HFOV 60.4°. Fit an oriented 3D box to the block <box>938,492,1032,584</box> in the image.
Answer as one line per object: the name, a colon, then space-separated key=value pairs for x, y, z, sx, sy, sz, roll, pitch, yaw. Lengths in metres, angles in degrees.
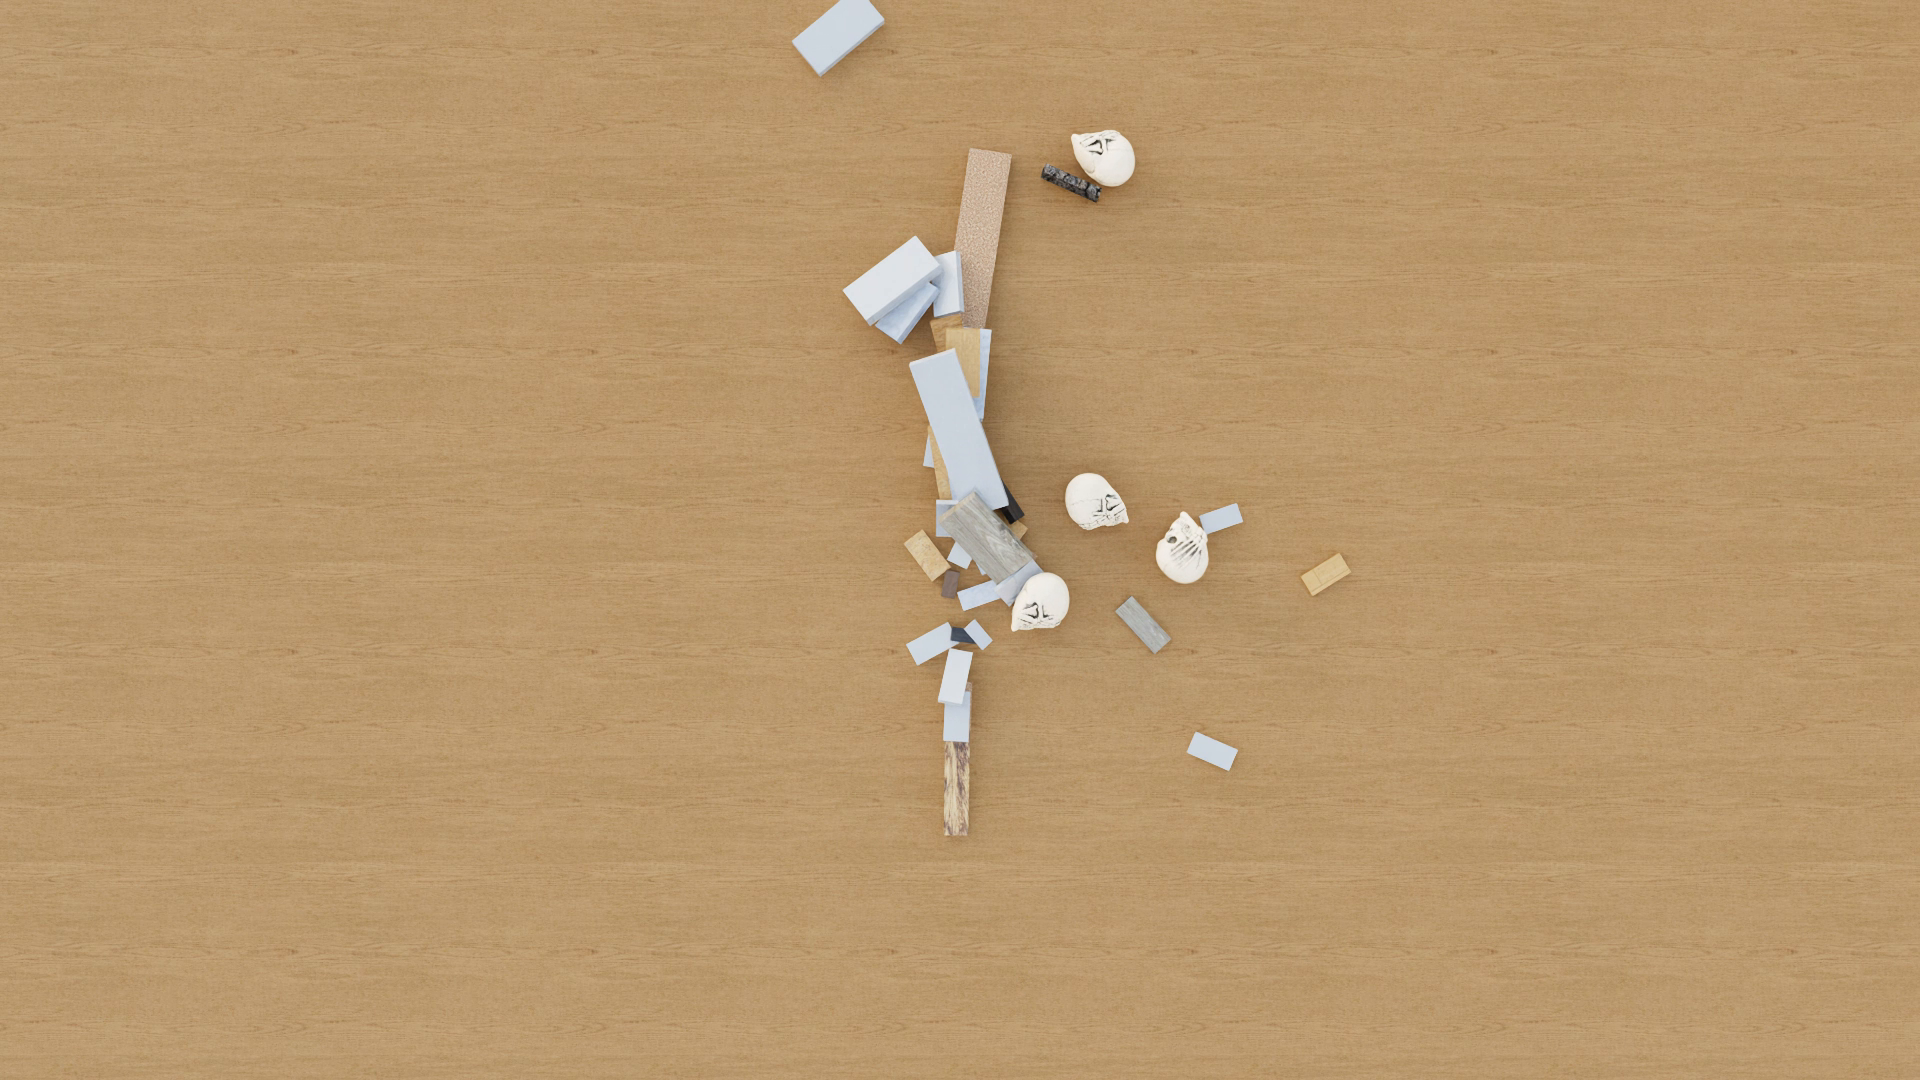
block: x=0.085 y=-0.005 z=5.396 sx=0.151 sy=0.043 sz=0.302 roll=-36 pitch=114 yaw=17

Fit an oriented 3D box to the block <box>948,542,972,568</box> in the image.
block: x=0.021 y=0.016 z=5.490 sx=0.073 sy=0.021 sz=0.146 roll=26 pitch=90 yaw=0

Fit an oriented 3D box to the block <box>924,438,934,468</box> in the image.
block: x=-0.022 y=-0.383 z=5.449 sx=0.151 sy=0.043 sz=0.302 roll=9 pitch=101 yaw=0

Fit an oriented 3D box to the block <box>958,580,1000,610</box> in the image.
block: x=0.063 y=0.183 z=5.491 sx=0.131 sy=0.019 sz=0.066 roll=-19 pitch=90 yaw=0

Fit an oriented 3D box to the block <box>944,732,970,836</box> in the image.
block: x=-0.010 y=0.737 z=5.488 sx=0.082 sy=0.023 sz=0.485 roll=1 pitch=90 yaw=0

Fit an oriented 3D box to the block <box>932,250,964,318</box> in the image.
block: x=-0.042 y=-0.843 z=5.445 sx=0.102 sy=0.029 sz=0.203 roll=-9 pitch=80 yaw=33

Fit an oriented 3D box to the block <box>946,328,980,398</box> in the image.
block: x=0.008 y=-0.569 z=5.298 sx=0.109 sy=0.031 sz=0.219 roll=-1 pitch=105 yaw=-5

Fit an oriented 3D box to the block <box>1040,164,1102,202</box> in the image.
block: x=0.368 y=-1.179 z=5.449 sx=0.203 sy=0.102 sz=0.029 roll=24 pitch=90 yaw=0

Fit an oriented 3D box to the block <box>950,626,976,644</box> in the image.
block: x=0.015 y=0.317 z=5.478 sx=0.094 sy=0.013 sz=0.047 roll=8 pitch=86 yaw=-18

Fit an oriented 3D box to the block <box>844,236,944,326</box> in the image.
block: x=-0.222 y=-0.856 z=5.447 sx=0.301 sy=0.043 sz=0.151 roll=-37 pitch=64 yaw=0

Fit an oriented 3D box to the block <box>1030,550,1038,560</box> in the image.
block: x=0.163 y=0.031 z=5.488 sx=0.179 sy=0.023 sz=0.081 roll=38 pitch=90 yaw=0

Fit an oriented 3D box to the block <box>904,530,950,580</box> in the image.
block: x=-0.109 y=0.051 z=5.489 sx=0.079 sy=0.022 sz=0.158 roll=-37 pitch=90 yaw=0

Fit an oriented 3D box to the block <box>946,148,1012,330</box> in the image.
block: x=0.036 y=-0.864 z=5.480 sx=0.141 sy=0.040 sz=0.858 roll=9 pitch=90 yaw=0

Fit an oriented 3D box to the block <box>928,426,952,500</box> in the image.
block: x=-0.007 y=-0.238 z=5.433 sx=0.151 sy=0.043 sz=0.301 roll=-9 pitch=103 yaw=4

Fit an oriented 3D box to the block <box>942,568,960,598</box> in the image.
block: x=-0.031 y=0.146 z=5.482 sx=0.047 sy=0.013 sz=0.094 roll=12 pitch=105 yaw=0

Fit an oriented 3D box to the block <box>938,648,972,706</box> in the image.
block: x=-0.015 y=0.453 z=5.443 sx=0.079 sy=0.022 sz=0.188 roll=10 pitch=62 yaw=4

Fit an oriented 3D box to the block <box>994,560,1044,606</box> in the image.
block: x=0.197 y=0.137 z=5.467 sx=0.163 sy=0.023 sz=0.081 roll=-42 pitch=125 yaw=0

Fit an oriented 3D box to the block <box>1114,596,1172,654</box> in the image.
block: x=0.609 y=0.283 z=5.489 sx=0.075 sy=0.021 sz=0.193 roll=-43 pitch=90 yaw=0

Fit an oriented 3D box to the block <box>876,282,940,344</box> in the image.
block: x=-0.173 y=-0.766 z=5.457 sx=0.109 sy=0.031 sz=0.219 roll=38 pitch=91 yaw=31

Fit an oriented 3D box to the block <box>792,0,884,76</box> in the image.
block: x=-0.404 y=-1.688 z=5.480 sx=0.282 sy=0.040 sz=0.141 roll=-40 pitch=90 yaw=0

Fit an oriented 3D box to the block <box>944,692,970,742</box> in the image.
block: x=-0.010 y=0.581 z=5.442 sx=0.082 sy=0.023 sz=0.164 roll=3 pitch=90 yaw=0

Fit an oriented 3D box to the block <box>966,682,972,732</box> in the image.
block: x=-0.003 y=0.551 z=5.465 sx=0.082 sy=0.023 sz=0.164 roll=2 pitch=90 yaw=0

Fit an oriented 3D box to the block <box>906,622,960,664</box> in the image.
block: x=-0.091 y=0.345 z=5.489 sx=0.158 sy=0.022 sz=0.079 roll=-28 pitch=90 yaw=0

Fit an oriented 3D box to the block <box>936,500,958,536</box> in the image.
block: x=-0.042 y=-0.071 z=5.442 sx=0.073 sy=0.021 sz=0.146 roll=1 pitch=133 yaw=0

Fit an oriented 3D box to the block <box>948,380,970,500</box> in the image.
block: x=0.001 y=-0.316 z=5.347 sx=0.109 sy=0.031 sz=0.396 roll=-8 pitch=112 yaw=4

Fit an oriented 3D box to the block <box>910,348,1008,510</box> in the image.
block: x=0.000 y=-0.338 z=5.298 sx=0.151 sy=0.043 sz=0.543 roll=-17 pitch=111 yaw=8

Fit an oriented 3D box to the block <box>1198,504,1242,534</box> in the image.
block: x=0.868 y=-0.070 z=5.491 sx=0.131 sy=0.019 sz=0.066 roll=-19 pitch=90 yaw=0

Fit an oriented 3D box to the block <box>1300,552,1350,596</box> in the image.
block: x=1.216 y=0.114 z=5.489 sx=0.150 sy=0.021 sz=0.075 roll=-32 pitch=90 yaw=0

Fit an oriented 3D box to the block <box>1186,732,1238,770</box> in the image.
block: x=0.839 y=0.702 z=5.489 sx=0.150 sy=0.021 sz=0.075 roll=24 pitch=90 yaw=0

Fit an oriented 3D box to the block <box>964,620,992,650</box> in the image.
block: x=0.061 y=0.315 z=5.479 sx=0.047 sy=0.013 sz=0.094 roll=-43 pitch=101 yaw=-14

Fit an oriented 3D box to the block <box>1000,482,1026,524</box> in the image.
block: x=0.147 y=-0.135 z=5.459 sx=0.023 sy=0.081 sz=0.163 roll=-33 pitch=90 yaw=29

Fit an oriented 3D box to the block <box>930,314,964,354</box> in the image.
block: x=-0.026 y=-0.624 z=5.359 sx=0.102 sy=0.029 sz=0.203 roll=-13 pitch=79 yaw=-5

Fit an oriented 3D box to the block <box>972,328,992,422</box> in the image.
block: x=0.013 y=-0.543 z=5.381 sx=0.151 sy=0.043 sz=0.301 roll=6 pitch=78 yaw=-1

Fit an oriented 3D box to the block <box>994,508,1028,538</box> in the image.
block: x=0.147 y=-0.054 z=5.474 sx=0.146 sy=0.021 sz=0.073 roll=38 pitch=62 yaw=0

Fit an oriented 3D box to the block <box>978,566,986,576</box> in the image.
block: x=0.076 y=0.046 z=5.464 sx=0.066 sy=0.019 sz=0.131 roll=-25 pitch=114 yaw=2
